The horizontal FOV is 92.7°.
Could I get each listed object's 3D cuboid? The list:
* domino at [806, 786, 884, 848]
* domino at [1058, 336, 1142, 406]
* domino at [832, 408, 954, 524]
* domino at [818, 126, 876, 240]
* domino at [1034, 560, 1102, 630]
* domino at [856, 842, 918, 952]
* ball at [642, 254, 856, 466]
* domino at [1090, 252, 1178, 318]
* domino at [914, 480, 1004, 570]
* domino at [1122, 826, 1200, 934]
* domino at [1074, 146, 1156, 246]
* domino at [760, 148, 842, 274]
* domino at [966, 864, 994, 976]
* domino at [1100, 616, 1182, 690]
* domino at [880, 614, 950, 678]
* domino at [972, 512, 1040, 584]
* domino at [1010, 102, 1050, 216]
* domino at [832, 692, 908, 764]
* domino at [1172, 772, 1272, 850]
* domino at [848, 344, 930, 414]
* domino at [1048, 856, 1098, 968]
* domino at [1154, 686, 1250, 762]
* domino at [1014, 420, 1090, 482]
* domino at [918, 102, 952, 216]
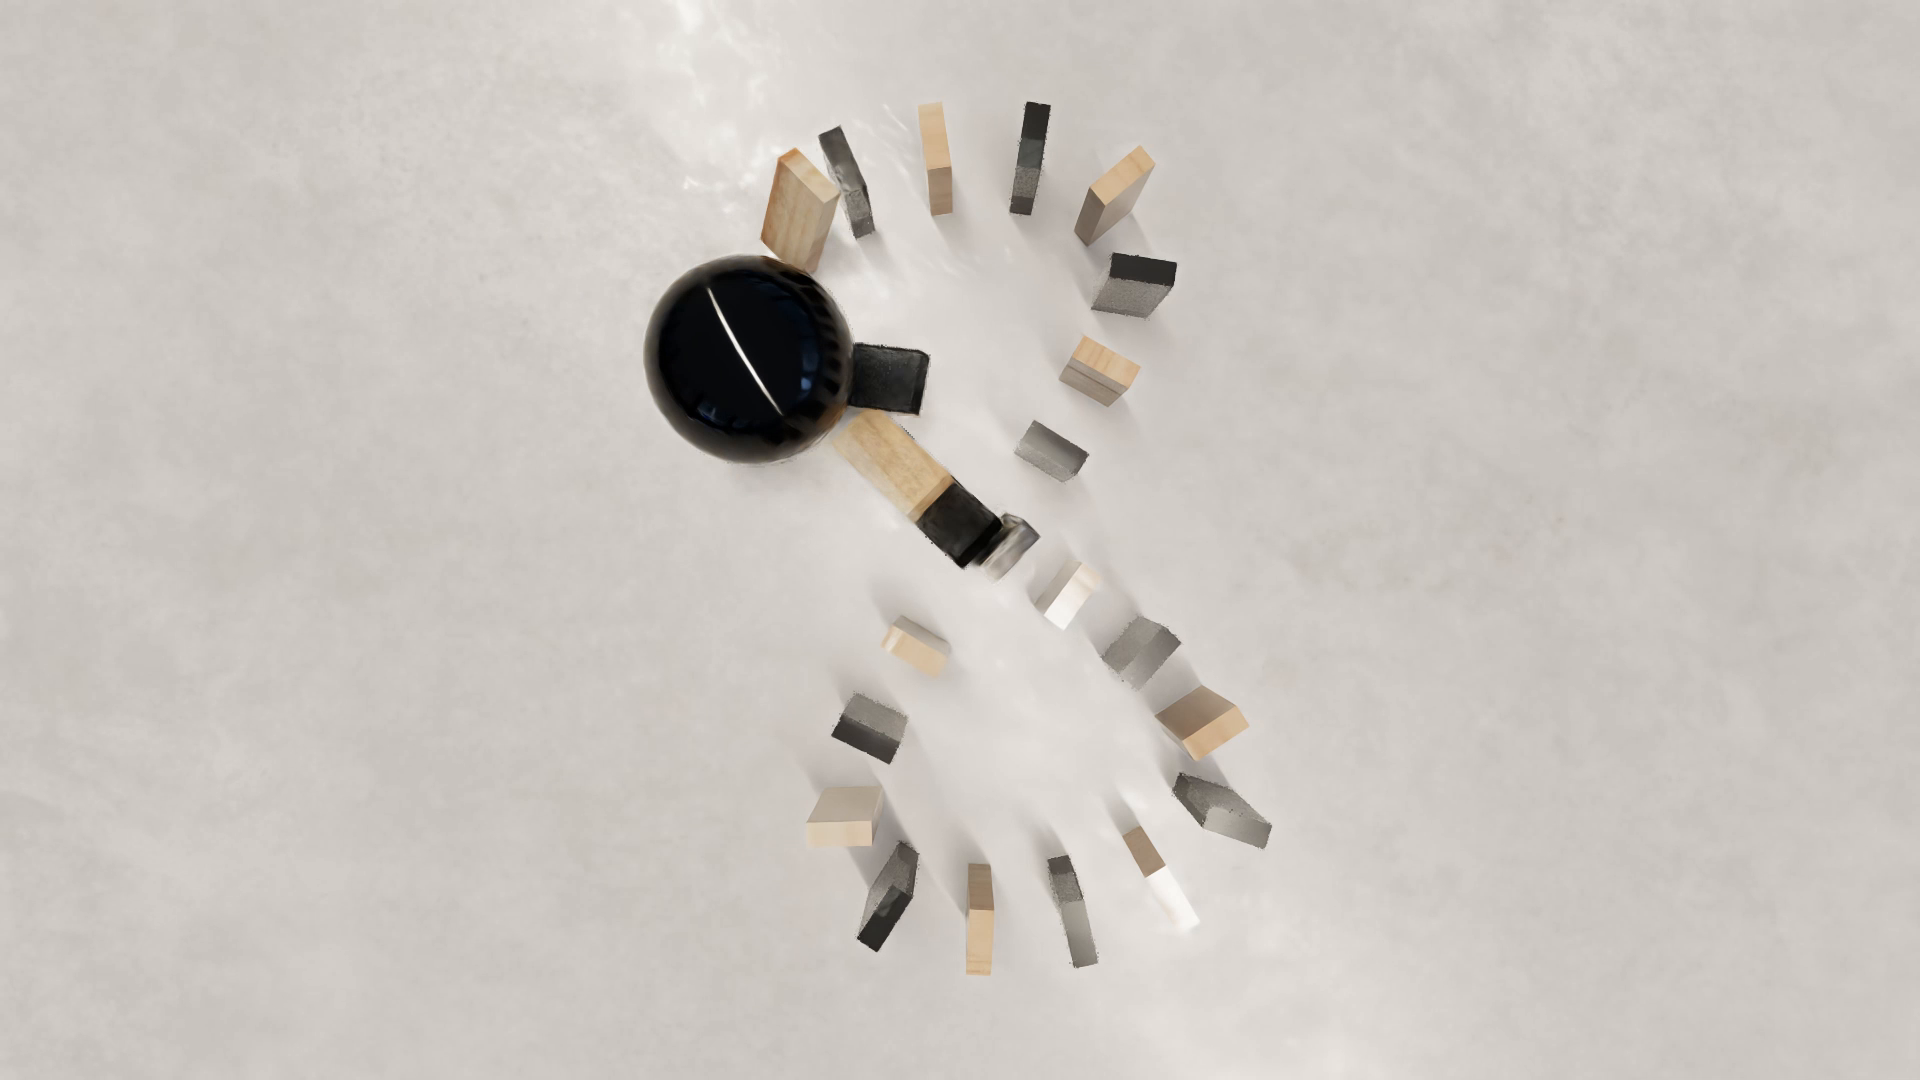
[{"bbox_3d":[-0.046,0.112,0.375,0.025,0.050,0.009,-2,90,0],"label":"domino"},{"bbox_3d":[0.056,-0.068,0.375,0.025,0.050,0.009,29,90,0],"label":"domino"},{"bbox_3d":[-0.029,-0.033,0.386,0.025,0.009,0.050,-46,66,0],"label":"domino"},{"bbox_3d":[-0.046,-0.145,0.375,0.009,0.050,0.025,-24,90,-2],"label":"domino"},{"bbox_3d":[0.043,0.022,0.375,0.009,0.050,0.025,36,90,0],"label":"domino"},{"bbox_3d":[-0.029,0.145,0.375,0.009,0.050,0.025,33,90,0],"label":"domino"},{"bbox_3d":[-0.080,-0.069,0.354,0.080,0.080,0.080,0,90,0],"label":"ball"},{"bbox_3d":[0.070,-0.103,0.375,0.025,0.050,0.009,9,90,0],"label":"domino"},{"bbox_3d":[-0.008,-0.013,0.383,0.025,0.009,0.050,-46,60,0],"label":"domino"},{"bbox_3d":[0.081,0.138,0.375,0.010,0.050,0.025,-31,90,0],"label":"domino"},{"bbox_3d":[0.062,-0.139,0.375,0.025,0.050,0.010,-40,90,0],"label":"domino"},{"bbox_3d":[-0.066,-0.132,0.376,0.025,0.050,0.010,45,61,0],"label":"domino"},{"bbox_3d":[0.008,0.154,0.375,0.009,0.050,0.025,3,90,0],"label":"domino"},{"bbox_3d":[0.073,0.045,0.375,0.010,0.050,0.025,42,90,0],"label":"domino"},{"bbox_3d":[-0.018,0.043,0.375,0.025,0.050,0.009,30,90,0],"label":"domino"},{"bbox_3d":[0.017,0.002,0.375,0.010,0.050,0.025,44,90,-7],"label":"domino"},{"bbox_3d":[0.028,-0.155,0.375,0.009,0.050,0.025,9,90,0],"label":"domino"},{"bbox_3d":[-0.036,0.076,0.375,0.025,0.050,0.010,26,90,0],"label":"domino"},{"bbox_3d":[0.106,0.110,0.375,0.025,0.050,0.010,19,90,0],"label":"domino"},{"bbox_3d":[-0.039,-0.069,0.387,0.050,0.010,0.025,11,90,21],"label":"domino"},{"bbox_3d":[0.046,0.151,0.375,0.009,0.050,0.025,-13,90,0],"label":"domino"},{"bbox_3d":[0.098,0.074,0.375,0.025,0.050,0.010,-33,90,0],"label":"domino"},{"bbox_3d":[0.036,-0.035,0.375,0.025,0.050,0.010,32,90,0],"label":"domino"},{"bbox_3d":[-0.010,-0.154,0.375,0.010,0.050,0.025,-9,90,0],"label":"domino"}]
